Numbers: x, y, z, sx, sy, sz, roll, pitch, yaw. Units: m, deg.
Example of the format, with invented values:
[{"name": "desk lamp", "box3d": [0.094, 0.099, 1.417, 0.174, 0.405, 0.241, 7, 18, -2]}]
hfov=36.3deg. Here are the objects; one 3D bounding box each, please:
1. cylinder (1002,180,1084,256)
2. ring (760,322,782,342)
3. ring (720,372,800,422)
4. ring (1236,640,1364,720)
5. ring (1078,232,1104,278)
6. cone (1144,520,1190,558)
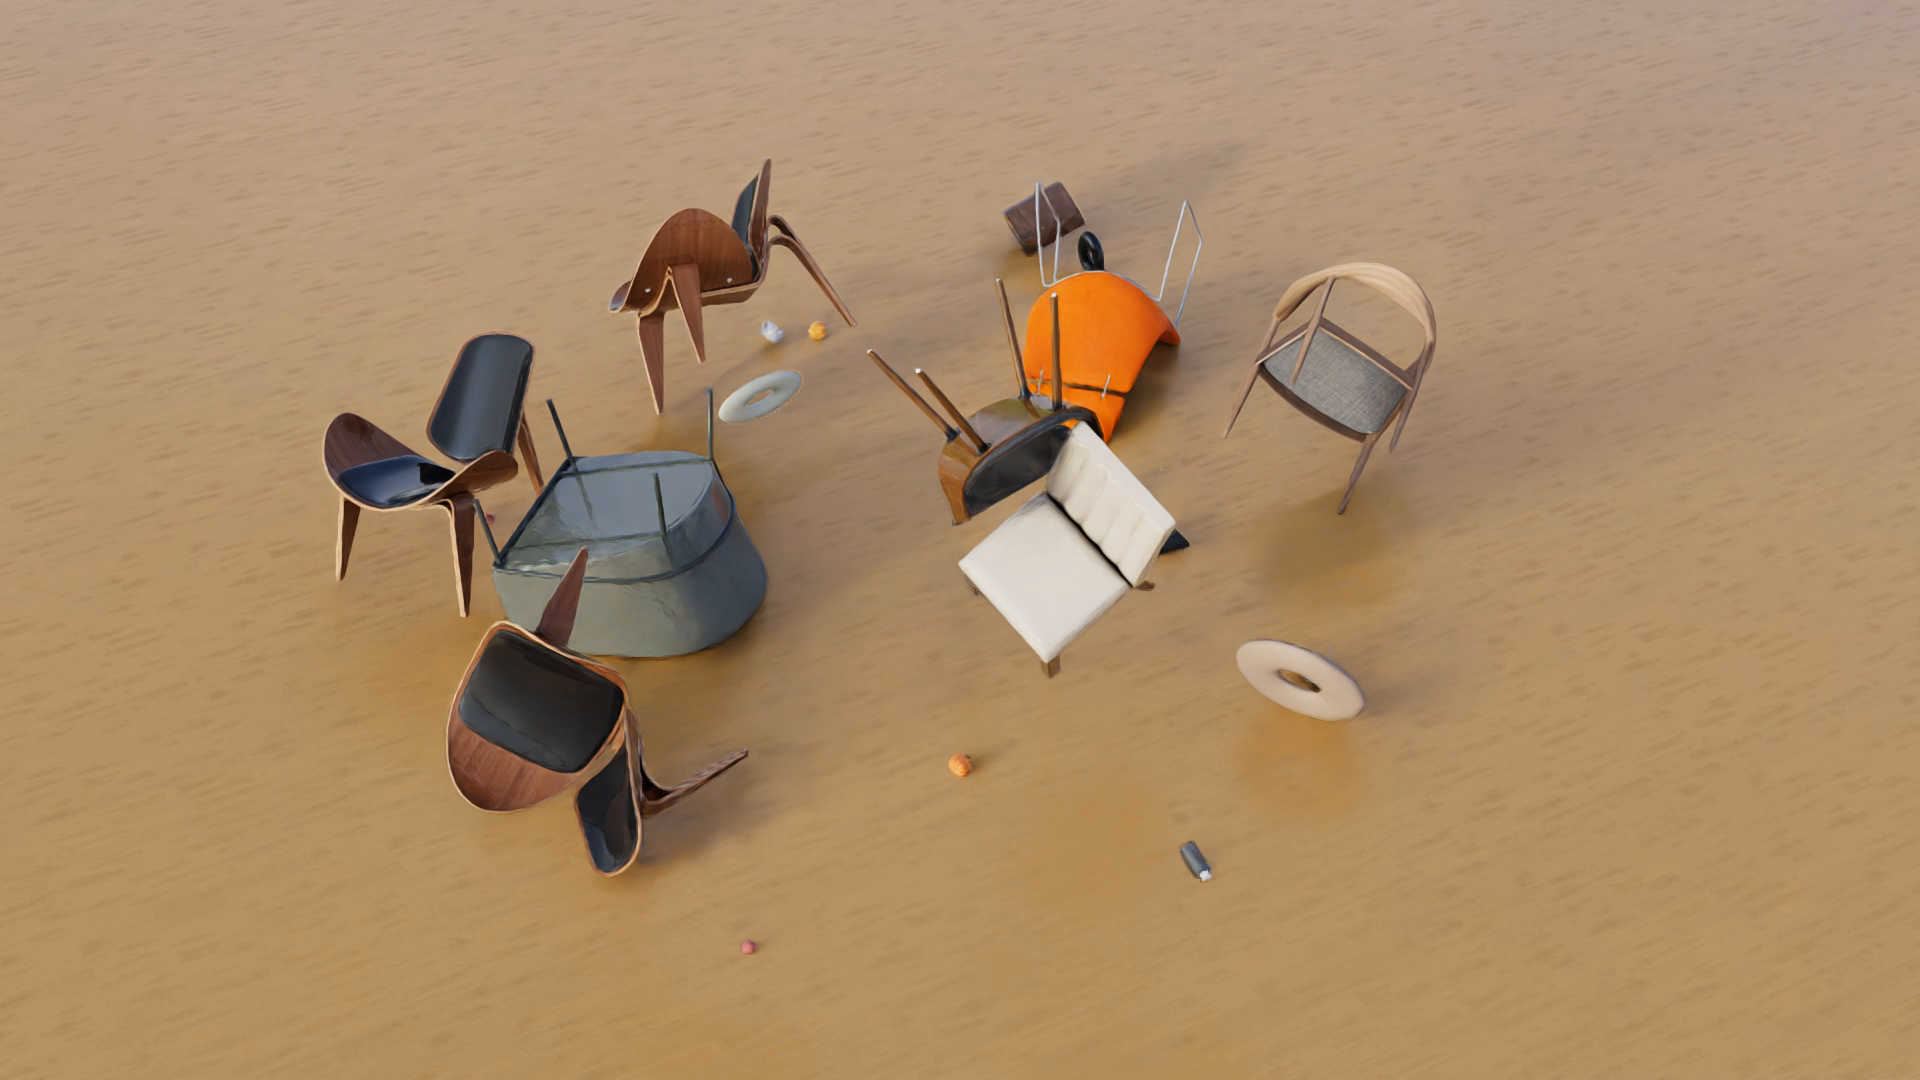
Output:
[{"name": "cylinder", "box3d": [0.364, -1.408, 12.821, 0.282, 0.180, 0.252, -29, 55, -1]}, {"name": "ring", "box3d": [-0.783, -0.863, 12.168, 0.056, 0.095, 0.125, -52, 24, -6]}, {"name": "ring", "box3d": [-0.726, -0.520, 10.655, 0.387, 0.168, 0.048, -26, 50, -36]}, {"name": "ring", "box3d": [1.146, 0.474, 9.886, 0.466, 0.436, 0.066, 28, 65, 0]}, {"name": "ring", "box3d": [0.565, -1.225, 12.614, 0.056, 0.217, 0.125, -28, 26, -36]}, {"name": "cone", "box3d": [0.729, 0.020, 10.873, 0.144, 0.096, 0.206, -41, 49, -21]}]
